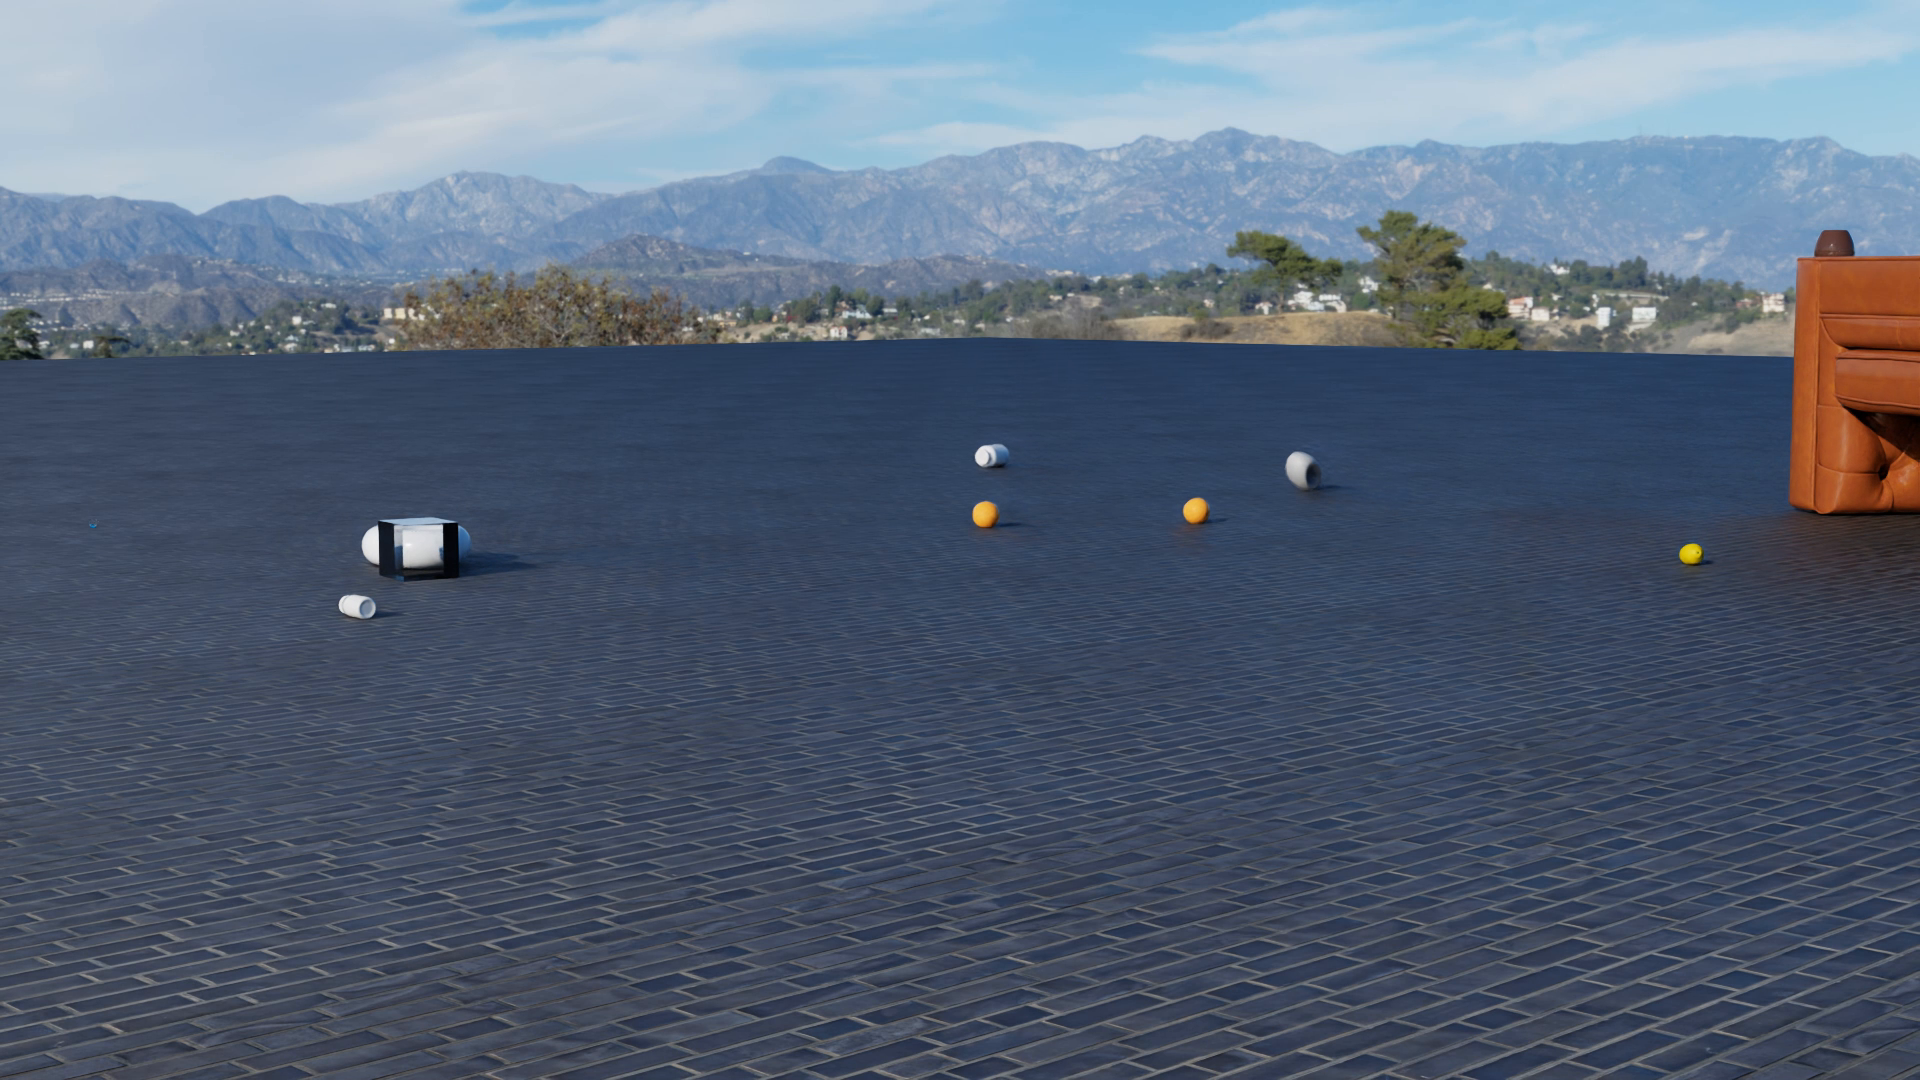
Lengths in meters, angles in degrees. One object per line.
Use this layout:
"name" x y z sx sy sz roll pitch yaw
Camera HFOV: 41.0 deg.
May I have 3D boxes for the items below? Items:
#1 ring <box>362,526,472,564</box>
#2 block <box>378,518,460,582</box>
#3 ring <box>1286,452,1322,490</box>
"ring" -1.244 0.011 5.874 0.253 0.090 0.231 1 5 23
"block" -1.187 0.020 5.624 0.128 0.122 0.141 -4 7 -34
"ring" 1.059 -0.213 7.898 0.078 0.094 0.150 27 -18 39
